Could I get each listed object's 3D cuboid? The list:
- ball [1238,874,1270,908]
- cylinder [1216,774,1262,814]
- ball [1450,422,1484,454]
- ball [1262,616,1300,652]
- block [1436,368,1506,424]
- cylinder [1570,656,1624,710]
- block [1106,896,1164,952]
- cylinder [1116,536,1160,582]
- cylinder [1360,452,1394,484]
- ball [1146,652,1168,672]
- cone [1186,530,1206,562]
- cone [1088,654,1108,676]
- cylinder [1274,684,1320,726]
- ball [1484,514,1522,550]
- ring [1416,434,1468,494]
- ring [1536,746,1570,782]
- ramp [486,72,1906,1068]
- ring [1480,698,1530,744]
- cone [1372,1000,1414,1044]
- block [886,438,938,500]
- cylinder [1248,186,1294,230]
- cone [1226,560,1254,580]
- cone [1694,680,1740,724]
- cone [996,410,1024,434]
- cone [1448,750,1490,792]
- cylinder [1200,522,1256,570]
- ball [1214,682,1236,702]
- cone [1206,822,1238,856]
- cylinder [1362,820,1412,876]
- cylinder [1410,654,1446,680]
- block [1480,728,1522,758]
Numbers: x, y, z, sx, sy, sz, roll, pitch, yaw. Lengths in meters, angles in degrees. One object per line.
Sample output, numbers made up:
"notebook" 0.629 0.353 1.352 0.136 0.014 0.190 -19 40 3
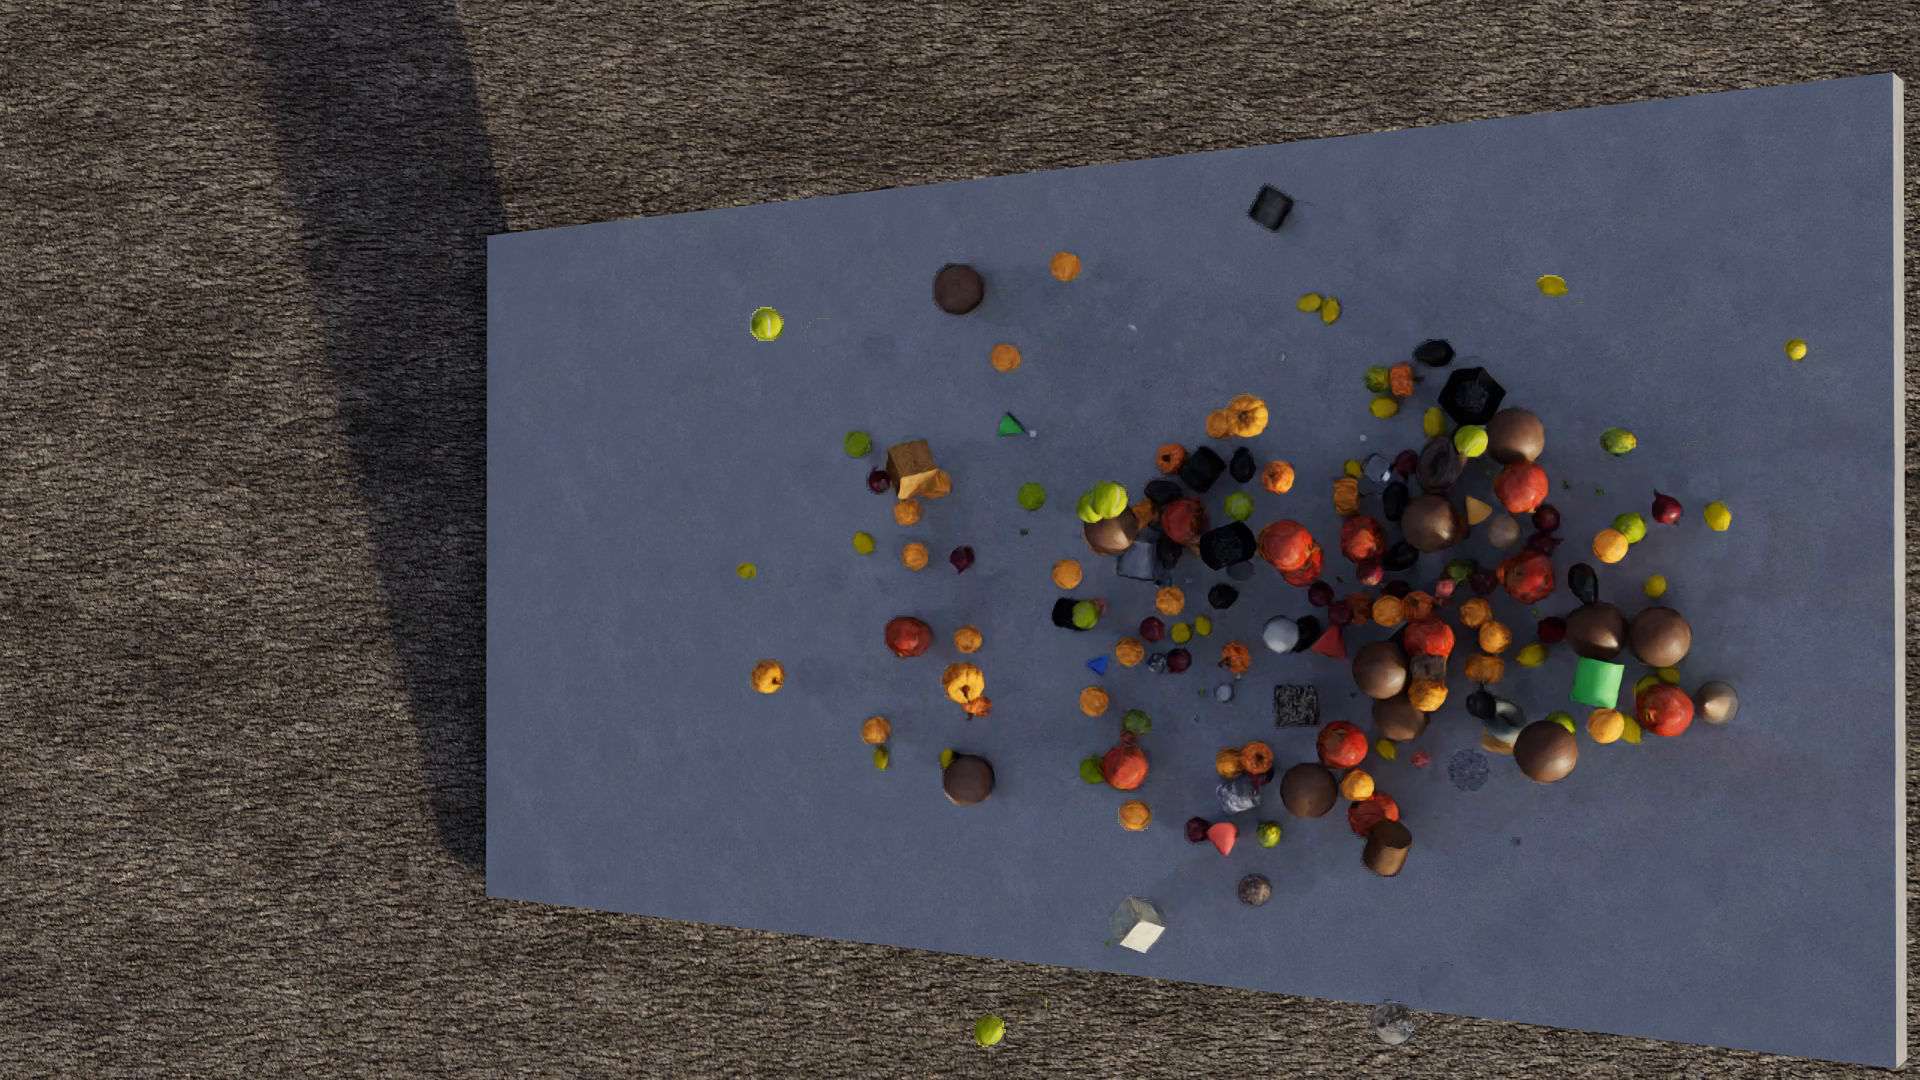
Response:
"ball" 0.691 0.825 5.166 0.077 0.077 0.077 0 90 0
"cylinder" 0.658 0.602 5.190 0.077 0.077 0.077 -22 89 32
"ball" 1.109 -0.221 4.805 0.070 0.070 0.070 0 90 0
"ball" 0.736 0.215 5.044 0.085 0.085 0.085 0 90 0
"block" 1.118 -0.313 4.809 0.087 0.087 0.087 41 69 -25
"cylinder" 1.326 0.297 4.580 0.093 0.093 0.093 12 92 0
"block" 0.426 0.930 5.321 0.084 0.084 0.084 24 113 -35
"cylinder" 0.431 0.046 5.338 0.092 0.092 0.092 9 95 0
"cylinder" 0.951 -0.163 5.012 0.054 0.054 0.054 40 90 28
"ball" 0.478 0.297 5.331 0.050 0.050 0.050 0 90 0
"cone" 0.569 0.026 5.283 0.070 0.070 0.070 9 128 0
"cone" 0.350 0.301 5.432 0.054 0.054 0.054 38 85 0
"cylinder" 0.778 0.381 5.077 0.094 0.094 0.094 -3 90 13
"ball" 1.182 -0.017 4.786 0.078 0.078 0.078 0 90 0
"ring" 1.069 -0.167 4.882 0.047 0.141 0.141 18 89 -29
"ring" 1.292 0.490 4.792 0.078 0.026 0.078 -1 88 34
"ramp" 0.250 0.069 5.579 4.000 0.100 2.000 0 89 34
"ring" 1.176 0.390 4.746 0.115 0.115 0.038 29 129 0
"cone" 0.960 1.092 4.962 0.097 0.097 0.097 -5 81 30
"block" -0.120 -0.175 5.444 0.096 0.096 0.096 -14 60 -14
"cylinder" 0.729 -0.777 5.150 0.077 0.077 0.077 30 108 0
"cone" 0.662 0.049 5.179 0.067 0.067 0.067 -1 48 1
"cone" 1.561 0.341 4.570 0.094 0.094 0.094 0 89 34
"cone" 0.138 -0.284 5.579 0.066 0.066 0.066 32 90 20
"cone" 1.128 0.505 4.807 0.092 0.092 0.092 -5 80 32
"cylinder" 0.615 0.014 5.062 0.091 0.091 0.091 16 65 -38
"ball" 0.629 0.361 5.228 0.051 0.051 0.051 0 90 0
"cone" 0.624 0.720 5.188 0.077 0.077 0.077 0 132 0
"cylinder" 0.949 0.683 4.889 0.088 0.088 0.088 13 128 0
"cylinder" 1.019 0.276 4.785 0.056 0.056 0.056 0 90 -35
"block" 1.191 0.430 4.825 0.068 0.068 0.068 7 75 34
